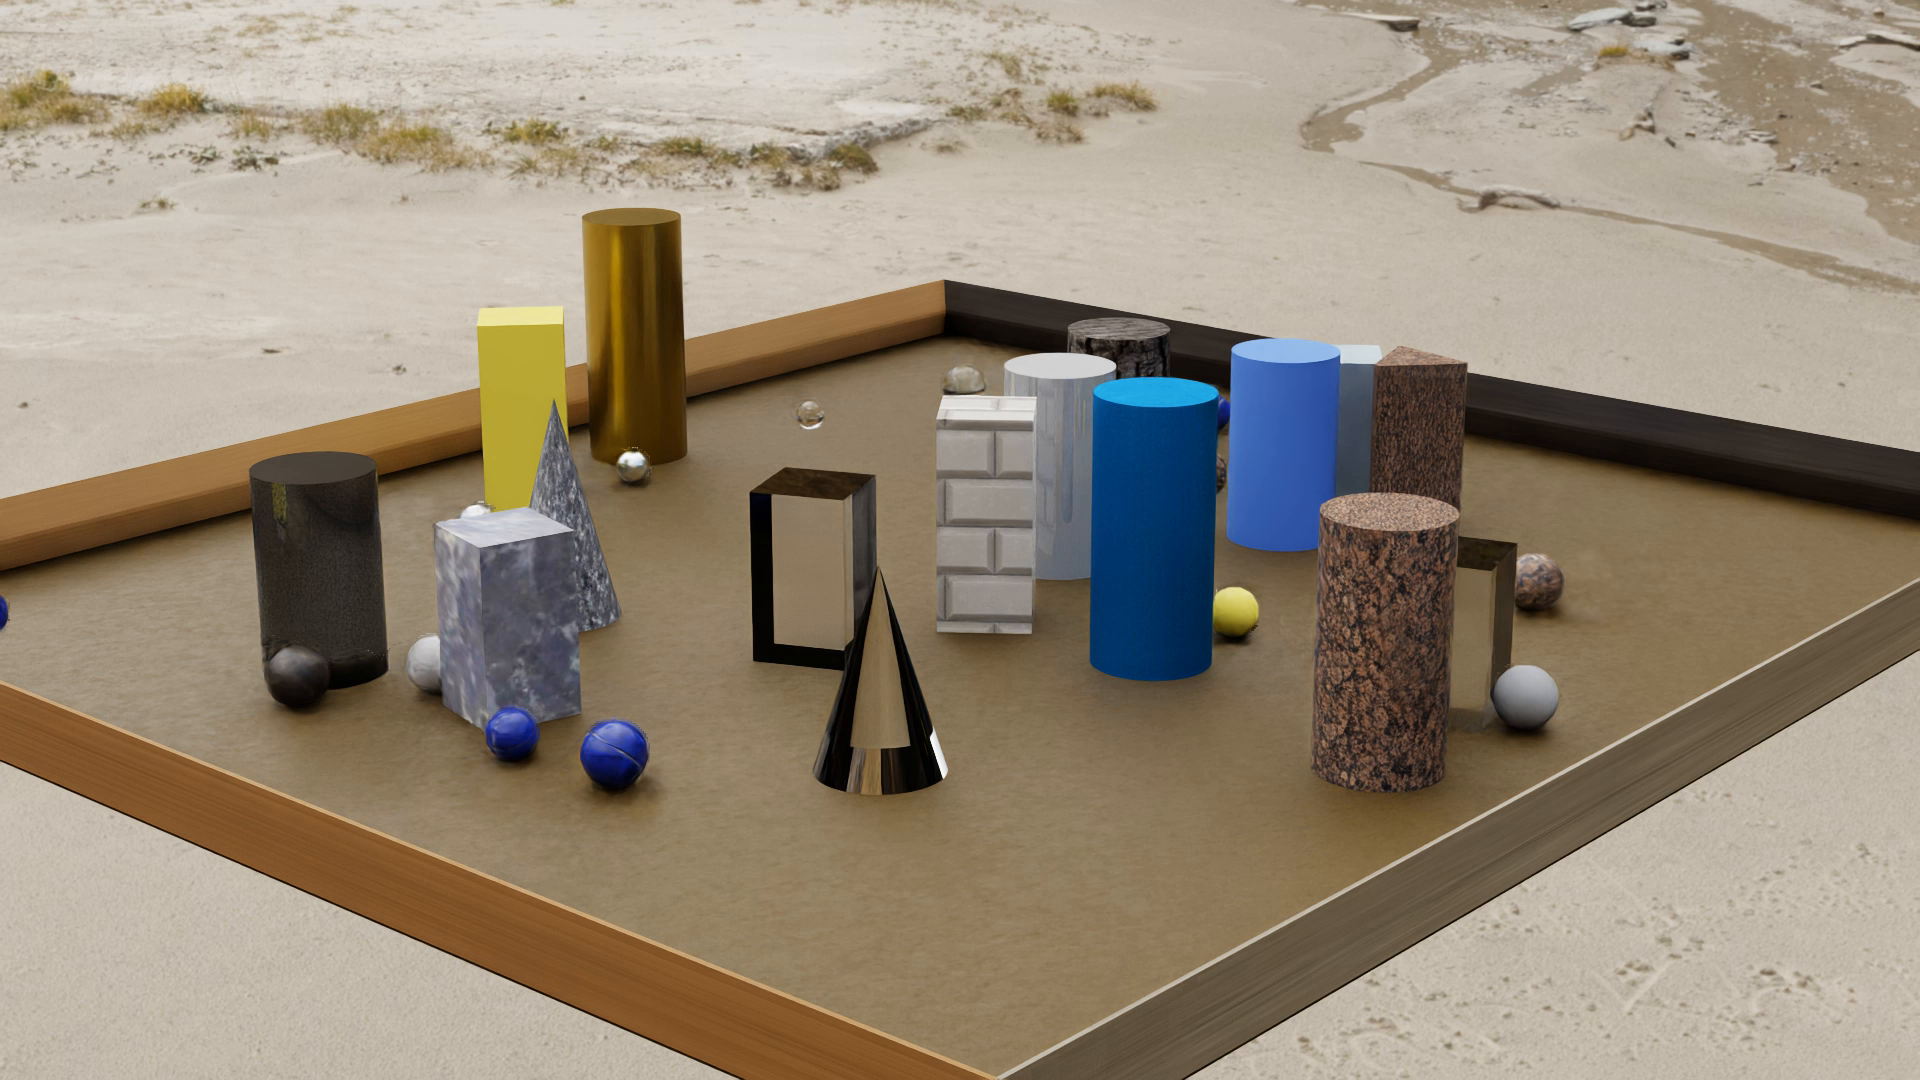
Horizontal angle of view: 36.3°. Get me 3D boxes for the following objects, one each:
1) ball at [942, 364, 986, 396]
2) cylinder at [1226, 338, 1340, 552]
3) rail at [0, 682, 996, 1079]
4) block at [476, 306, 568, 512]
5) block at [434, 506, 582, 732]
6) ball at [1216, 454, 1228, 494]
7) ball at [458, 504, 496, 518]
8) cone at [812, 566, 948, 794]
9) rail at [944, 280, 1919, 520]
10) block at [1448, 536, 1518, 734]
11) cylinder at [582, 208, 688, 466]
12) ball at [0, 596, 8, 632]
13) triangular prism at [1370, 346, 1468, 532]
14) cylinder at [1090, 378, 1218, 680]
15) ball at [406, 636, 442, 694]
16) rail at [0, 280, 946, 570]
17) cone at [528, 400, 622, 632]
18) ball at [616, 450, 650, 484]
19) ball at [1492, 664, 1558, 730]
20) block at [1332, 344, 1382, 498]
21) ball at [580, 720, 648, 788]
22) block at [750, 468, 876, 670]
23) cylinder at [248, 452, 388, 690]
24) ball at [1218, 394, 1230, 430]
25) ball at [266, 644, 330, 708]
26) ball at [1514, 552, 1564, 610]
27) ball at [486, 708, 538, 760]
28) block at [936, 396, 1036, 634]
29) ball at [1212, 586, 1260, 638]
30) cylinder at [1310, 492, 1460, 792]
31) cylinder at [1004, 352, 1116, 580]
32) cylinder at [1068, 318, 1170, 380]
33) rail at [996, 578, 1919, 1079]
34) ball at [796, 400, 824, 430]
[{"bbox_3d":[0.008,-0.335,6.400,0.096,0.096,0.096,0,17,0],"label":"ball"},{"bbox_3d":[0.598,-0.178,5.430,0.200,0.355,0.200,0,17,0],"label":"cylinder"},{"bbox_3d":[-1.000,0.365,4.017,2.792,0.130,0.045,14,22,39],"label":"rail"},{"bbox_3d":[-0.839,-0.251,5.651,0.160,0.369,0.160,-2,17,-7],"label":"block"},{"bbox_3d":[-0.700,0.122,4.537,0.160,0.297,0.160,-11,20,-33],"label":"block"},{"bbox_3d":[0.472,-0.131,5.719,0.099,0.099,0.099,0,17,0],"label":"ball"},{"bbox_3d":[-0.884,-0.024,5.389,0.084,0.084,0.084,0,17,0],"label":"ball"},{"bbox_3d":[-0.118,0.187,4.283,0.200,0.319,0.200,0,17,0],"label":"cone"},{"bbox_3d":[1.000,-0.300,6.222,2.792,0.130,0.045,14,22,39],"label":"rail"},{"bbox_3d":[0.757,0.141,4.537,0.160,0.260,0.160,7,18,23],"label":"block"},{"bbox_3d":[-0.662,-0.415,5.978,0.200,0.494,0.200,0,17,0],"label":"cylinder"},{"bbox_3d":[-1.634,0.123,4.897,0.087,0.087,0.087,0,17,0],"label":"ball"},{"bbox_3d":[0.837,-0.184,5.491,0.173,0.333,0.150,-2,17,-6],"label":"triangular prism"},{"bbox_3d":[0.312,-0.019,4.735,0.200,0.453,0.200,0,17,0],"label":"cylinder"},{"bbox_3d":[-0.830,0.197,4.639,0.092,0.092,0.092,0,17,0],"label":"ball"},{"bbox_3d":[-1.036,-0.227,5.981,0.045,0.130,3.097,14,22,39],"label":"rail"},{"bbox_3d":[-0.681,-0.055,4.974,0.200,0.384,0.200,0,17,0],"label":"cone"},{"bbox_3d":[-0.649,-0.146,5.825,0.066,0.066,0.066,0,17,0],"label":"ball"},{"bbox_3d":[0.865,0.240,4.485,0.100,0.100,0.100,0,17,0],"label":"ball"},{"bbox_3d":[0.736,-0.227,5.722,0.160,0.281,0.160,1,17,4],"label":"block"},{"bbox_3d":[-0.501,0.311,4.255,0.098,0.098,0.098,0,17,0],"label":"ball"},{"bbox_3d":[-0.238,0.046,4.806,0.160,0.287,0.160,5,18,17],"label":"block"},{"bbox_3d":[-1.028,0.048,4.708,0.200,0.340,0.200,0,17,0],"label":"cylinder"},{"bbox_3d":[0.535,-0.271,6.214,0.081,0.081,0.081,0,17,0],"label":"ball"},{"bbox_3d":[-1.034,0.213,4.579,0.098,0.098,0.098,0,17,0],"label":"ball"},{"bbox_3d":[0.989,0.071,5.047,0.099,0.099,0.099,0,17,0],"label":"ball"},{"bbox_3d":[-0.667,0.289,4.361,0.078,0.078,0.078,0,17,0],"label":"ball"},{"bbox_3d":[0.046,-0.044,4.959,0.160,0.370,0.160,1,17,3],"label":"block"},{"bbox_3d":[0.458,0.121,4.909,0.085,0.085,0.085,0,17,0],"label":"ball"},{"bbox_3d":[0.618,0.148,4.281,0.200,0.395,0.200,0,17,0],"label":"cylinder"},{"bbox_3d":[0.178,-0.134,5.261,0.200,0.368,0.200,0,17,0],"label":"cylinder"},{"bbox_3d":[0.309,-0.255,5.740,0.200,0.325,0.200,0,17,0],"label":"cylinder"},{"bbox_3d":[1.036,0.292,4.258,0.045,0.130,3.097,14,22,39],"label":"rail"},{"bbox_3d":[-0.319,-0.266,6.233,0.060,0.060,0.060,0,17,0],"label":"ball"}]
